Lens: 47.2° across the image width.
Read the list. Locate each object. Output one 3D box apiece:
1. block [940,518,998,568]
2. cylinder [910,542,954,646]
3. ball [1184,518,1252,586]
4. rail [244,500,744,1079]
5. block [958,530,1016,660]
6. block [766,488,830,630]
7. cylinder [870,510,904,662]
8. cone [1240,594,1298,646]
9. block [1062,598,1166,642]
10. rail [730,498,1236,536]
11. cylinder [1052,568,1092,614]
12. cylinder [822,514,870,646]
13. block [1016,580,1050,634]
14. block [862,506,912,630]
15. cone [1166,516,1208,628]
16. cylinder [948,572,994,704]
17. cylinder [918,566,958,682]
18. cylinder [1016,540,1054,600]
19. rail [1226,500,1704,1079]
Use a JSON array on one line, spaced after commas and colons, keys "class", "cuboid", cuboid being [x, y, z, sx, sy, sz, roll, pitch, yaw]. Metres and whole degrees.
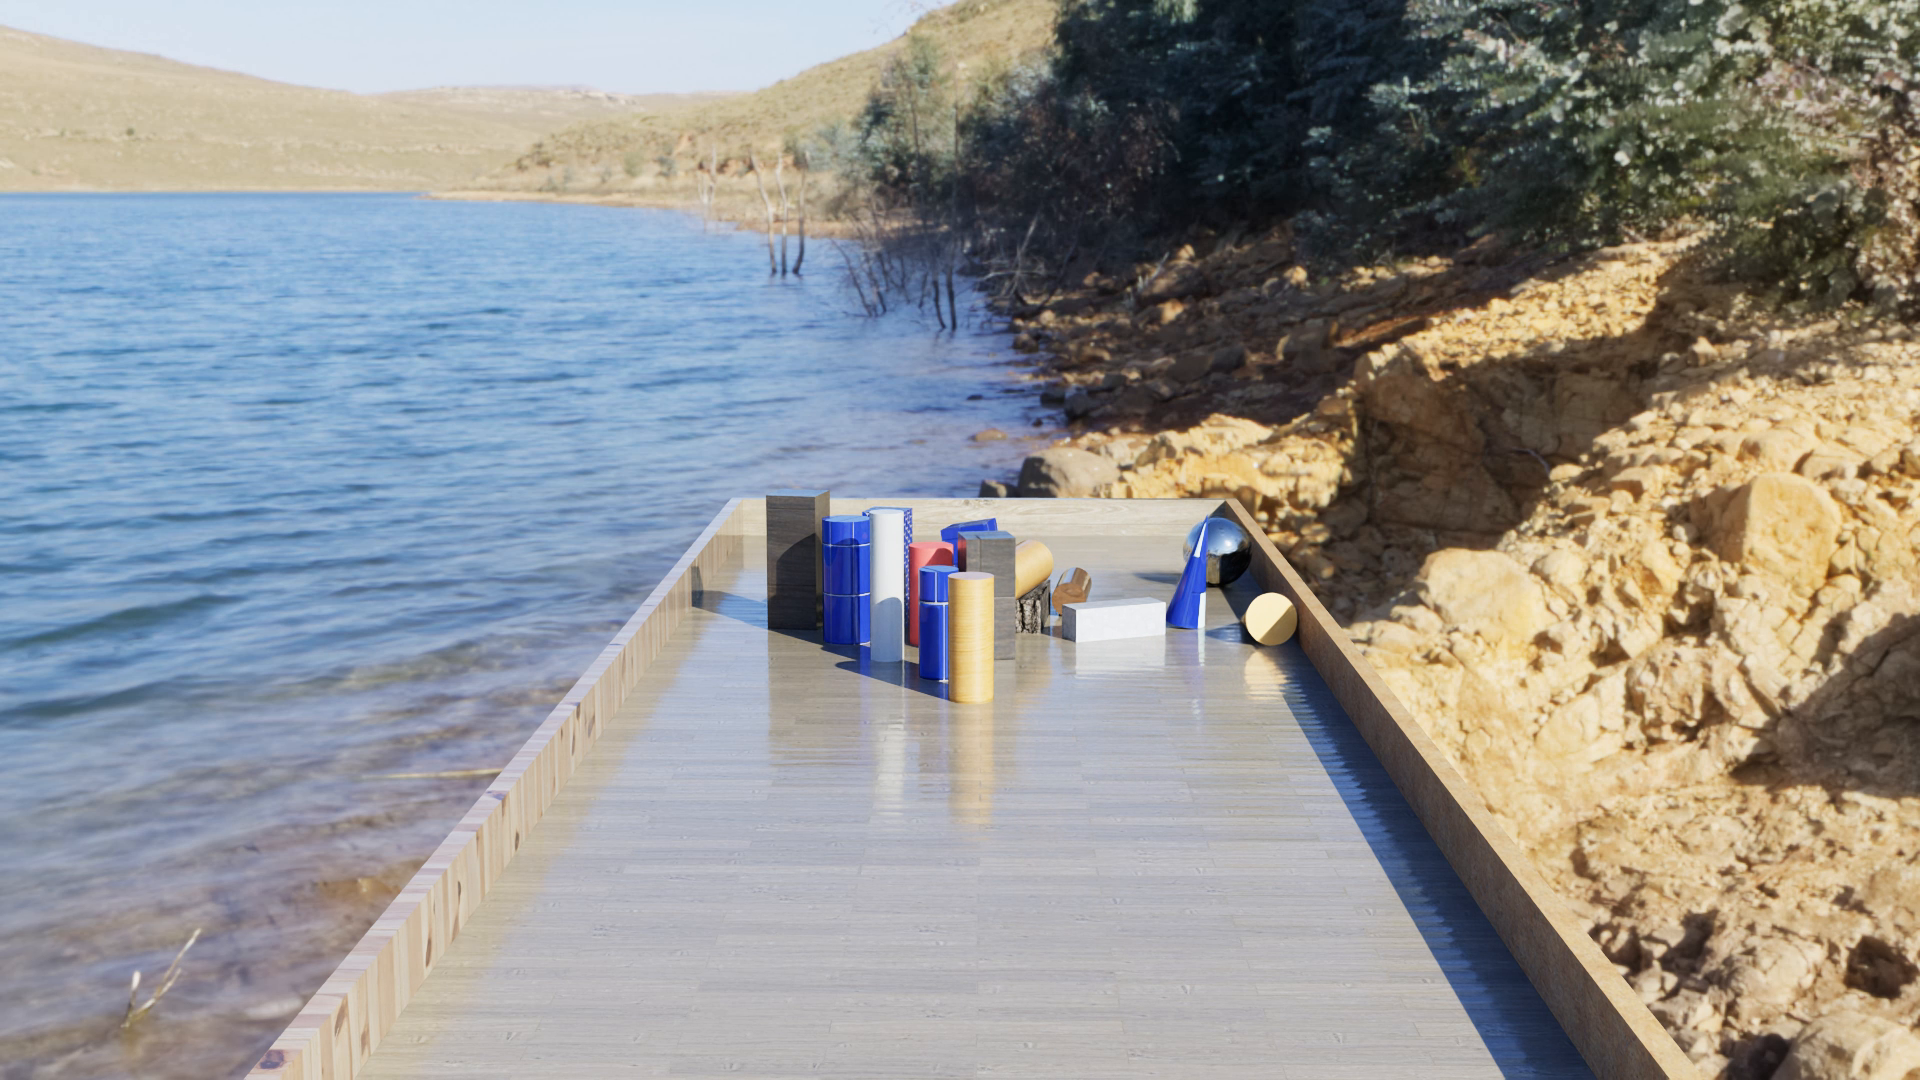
[{"class": "block", "cuboid": [0.055, 0.104, 7.260, 0.149, 0.320, 0.149, -8, 6, 18]}, {"class": "cylinder", "cuboid": [-0.091, 0.170, 6.945, 0.140, 0.311, 0.140, 0, 9, 0]}, {"class": "ball", "cuboid": [0.932, 0.042, 7.957, 0.247, 0.247, 0.247, 0, 9, 0]}, {"class": "rail", "cuboid": [-1.004, 0.839, 3.234, 0.050, 0.150, 12.000, 0, 9, 1]}, {"class": "block", "cuboid": [0.081, 0.170, 6.739, 0.152, 0.376, 0.152, -2, 9, -10]}, {"class": "block", "cuboid": [-0.529, 0.062, 7.212, 0.166, 0.439, 0.166, 2, 9, 13]}, {"class": "cylinder", "cuboid": [-0.223, 0.138, 6.692, 0.105, 0.453, 0.105, 0, 9, 0]}, {"class": "cone", "cuboid": [0.954, 0.260, 7.108, 0.166, 0.166, 0.390, -1, -3, -8]}, {"class": "block", "cuboid": [0.494, 0.255, 7.066, 0.320, 0.104, 0.104, -4, 10, -23]}, {"class": "rail", "cuboid": [0.099, -0.098, 9.147, 2.100, 0.150, 0.050, 0, 9, 1]}, {"class": "cylinder", "cuboid": [0.384, 0.176, 7.528, 0.115, 0.115, 0.312, 1, 9, 7]}, {"class": "cylinder", "cuboid": [-0.357, 0.126, 6.964, 0.155, 0.392, 0.155, 0, 9, 0]}, {"class": "block", "cuboid": [0.229, 0.218, 7.285, 0.110, 0.110, 0.385, 1, 9, 7]}, {"class": "block", "cuboid": [-0.236, 0.093, 7.188, 0.132, 0.387, 0.132, 2, 9, 14]}, {"class": "cone", "cuboid": [0.771, 0.088, 7.175, 0.137, 0.379, 0.137, 10, 17, -3]}, {"class": "cylinder", "cuboid": [0.031, 0.273, 6.159, 0.129, 0.352, 0.129, 0, 9, 0]}, {"class": "cylinder", "cuboid": [-0.062, 0.243, 6.443, 0.117, 0.323, 0.117, 0, 9, 0]}, {"class": "cylinder", "cuboid": [0.173, 0.109, 7.126, 0.156, 0.156, 0.434, 3, 9, 17]}, {"class": "rail", "cuboid": [1.046, 0.843, 3.208, 0.050, 0.150, 12.000, 0, 9, 1]}]
